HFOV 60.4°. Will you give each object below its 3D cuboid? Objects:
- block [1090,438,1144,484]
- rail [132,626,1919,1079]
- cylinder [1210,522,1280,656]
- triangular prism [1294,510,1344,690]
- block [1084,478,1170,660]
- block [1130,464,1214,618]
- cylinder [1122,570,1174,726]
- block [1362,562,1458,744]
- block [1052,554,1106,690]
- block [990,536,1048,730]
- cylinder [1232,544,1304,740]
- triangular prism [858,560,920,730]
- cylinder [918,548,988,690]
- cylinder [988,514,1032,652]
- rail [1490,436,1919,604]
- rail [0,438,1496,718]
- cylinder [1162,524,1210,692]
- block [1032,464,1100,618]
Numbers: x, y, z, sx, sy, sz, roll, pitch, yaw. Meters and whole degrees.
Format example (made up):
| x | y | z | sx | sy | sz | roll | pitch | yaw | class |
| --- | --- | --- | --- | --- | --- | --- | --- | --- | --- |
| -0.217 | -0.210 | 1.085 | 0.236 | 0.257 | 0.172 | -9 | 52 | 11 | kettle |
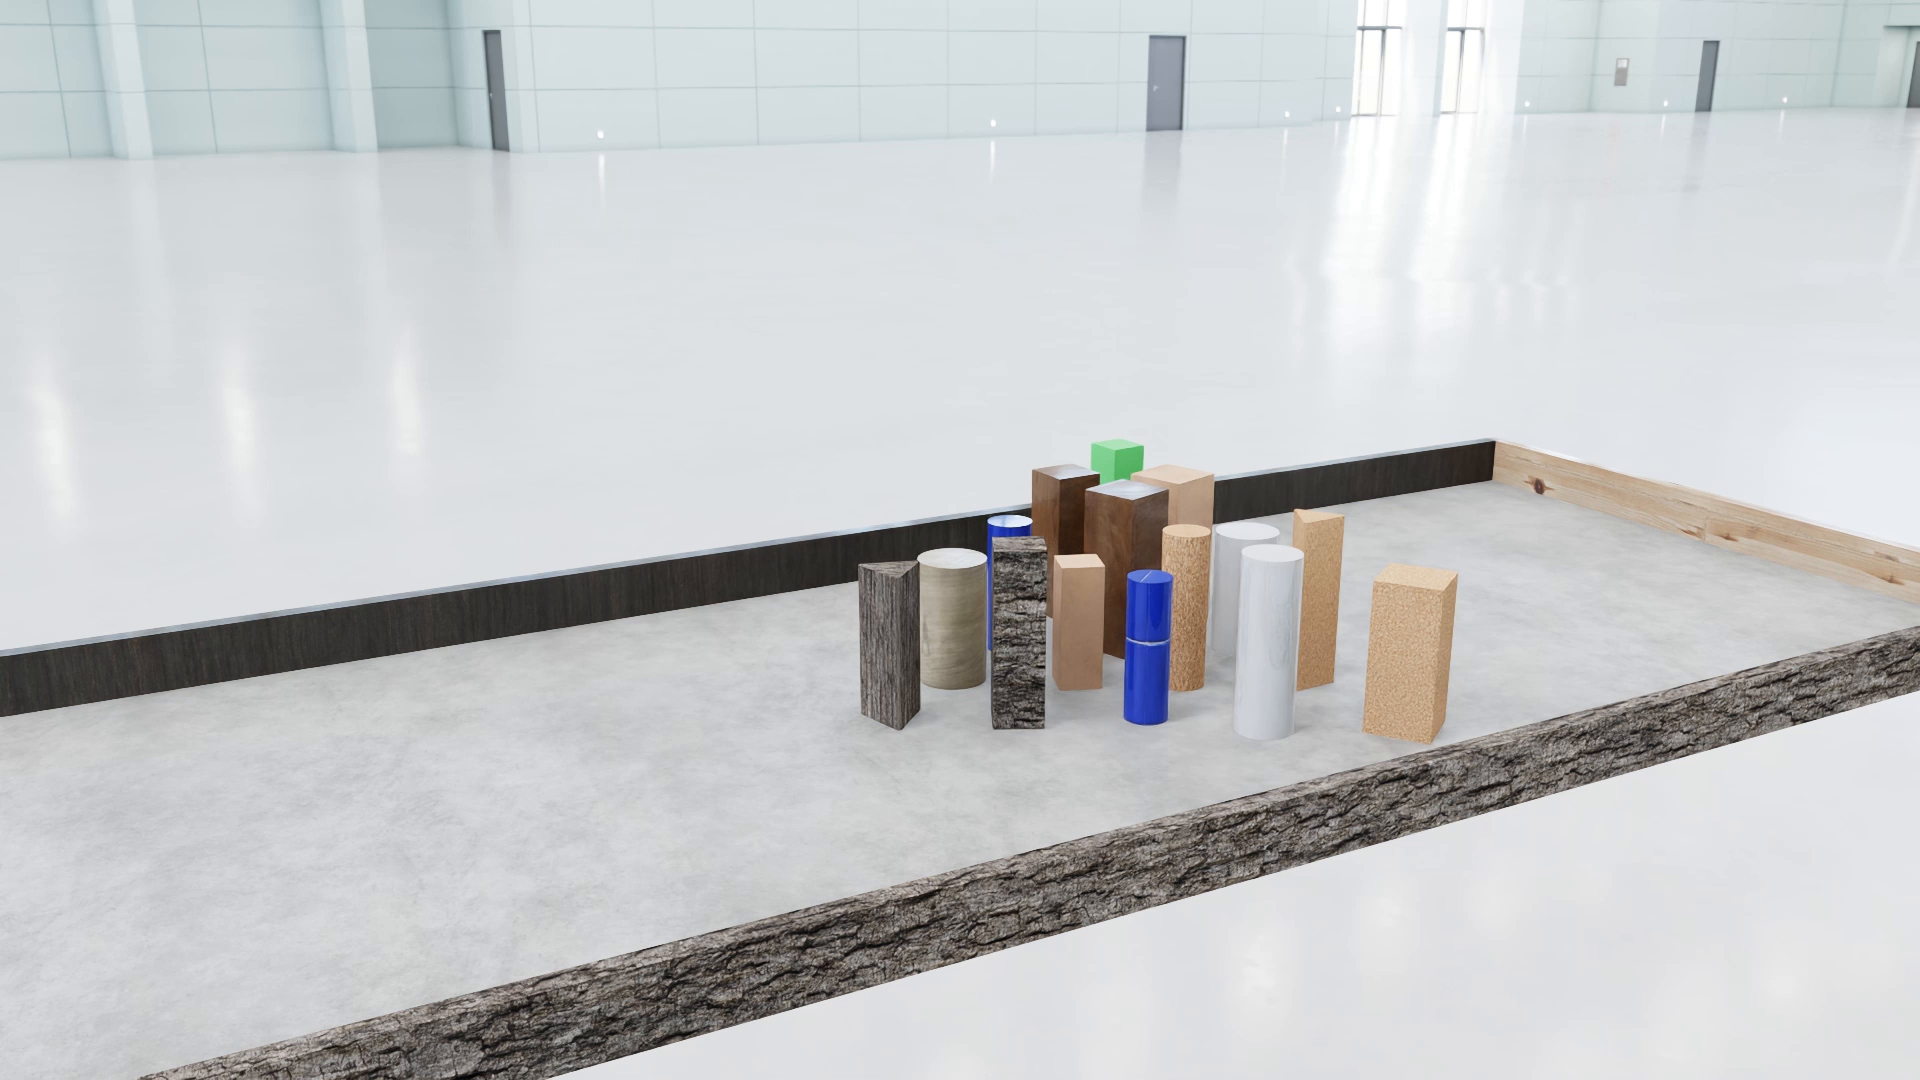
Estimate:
| x | y | z | sx | sy | sz | roll | pitch | yaw | class |
| --- | --- | --- | --- | --- | --- | --- | --- | --- | --- |
| 0.457 | -0.073 | 4.844 | 0.108 | 0.428 | 0.108 | -11 | 20 | -33 | block |
| -2.336 | 1.006 | 1.665 | 12.000 | 0.150 | 0.050 | -9 | 18 | -27 | rail |
| 0.750 | 0.130 | 4.343 | 0.165 | 0.321 | 0.165 | 0 | 16 | 0 | cylinder |
| 0.857 | 0.144 | 4.095 | 0.125 | 0.434 | 0.108 | -9 | 19 | -29 | triangular prism |
| 0.433 | 0.075 | 4.332 | 0.155 | 0.432 | 0.155 | 15 | 22 | 41 | block |
| 0.580 | 0.019 | 4.554 | 0.162 | 0.416 | 0.162 | 15 | 22 | 42 | block |
| 0.441 | 0.253 | 3.872 | 0.107 | 0.351 | 0.107 | 0 | 16 | 0 | cylinder |
| 1.040 | 0.260 | 3.813 | 0.156 | 0.370 | 0.156 | 8 | 18 | 27 | block |
| 0.293 | 0.204 | 4.096 | 0.107 | 0.318 | 0.107 | -2 | 17 | -7 | block |
| 0.136 | 0.217 | 3.847 | 0.121 | 0.434 | 0.121 | 0 | 16 | -1 | block |
| 0.708 | 0.235 | 3.795 | 0.140 | 0.429 | 0.140 | 0 | 16 | 0 | cylinder |
| -0.143 | 0.239 | 3.881 | 0.123 | 0.373 | 0.142 | -14 | 21 | -40 | triangular prism |
| -0.019 | 0.196 | 4.128 | 0.173 | 0.315 | 0.173 | 0 | 16 | 0 | cylinder |
| 0.130 | 0.117 | 4.338 | 0.117 | 0.348 | 0.117 | 0 | 16 | 0 | cylinder |
| 2.466 | -0.048 | 5.253 | 0.050 | 0.150 | 2.100 | -9 | 18 | -27 | rail |
| -3.305 | 0.497 | 3.399 | 12.000 | 0.150 | 0.050 | -9 | 18 | -27 | rail |
| 0.553 | 0.168 | 4.080 | 0.117 | 0.397 | 0.117 | 0 | 16 | 0 | cylinder |
| 0.293 | 0.005 | 4.619 | 0.135 | 0.406 | 0.135 | -10 | 19 | -30 | block |
